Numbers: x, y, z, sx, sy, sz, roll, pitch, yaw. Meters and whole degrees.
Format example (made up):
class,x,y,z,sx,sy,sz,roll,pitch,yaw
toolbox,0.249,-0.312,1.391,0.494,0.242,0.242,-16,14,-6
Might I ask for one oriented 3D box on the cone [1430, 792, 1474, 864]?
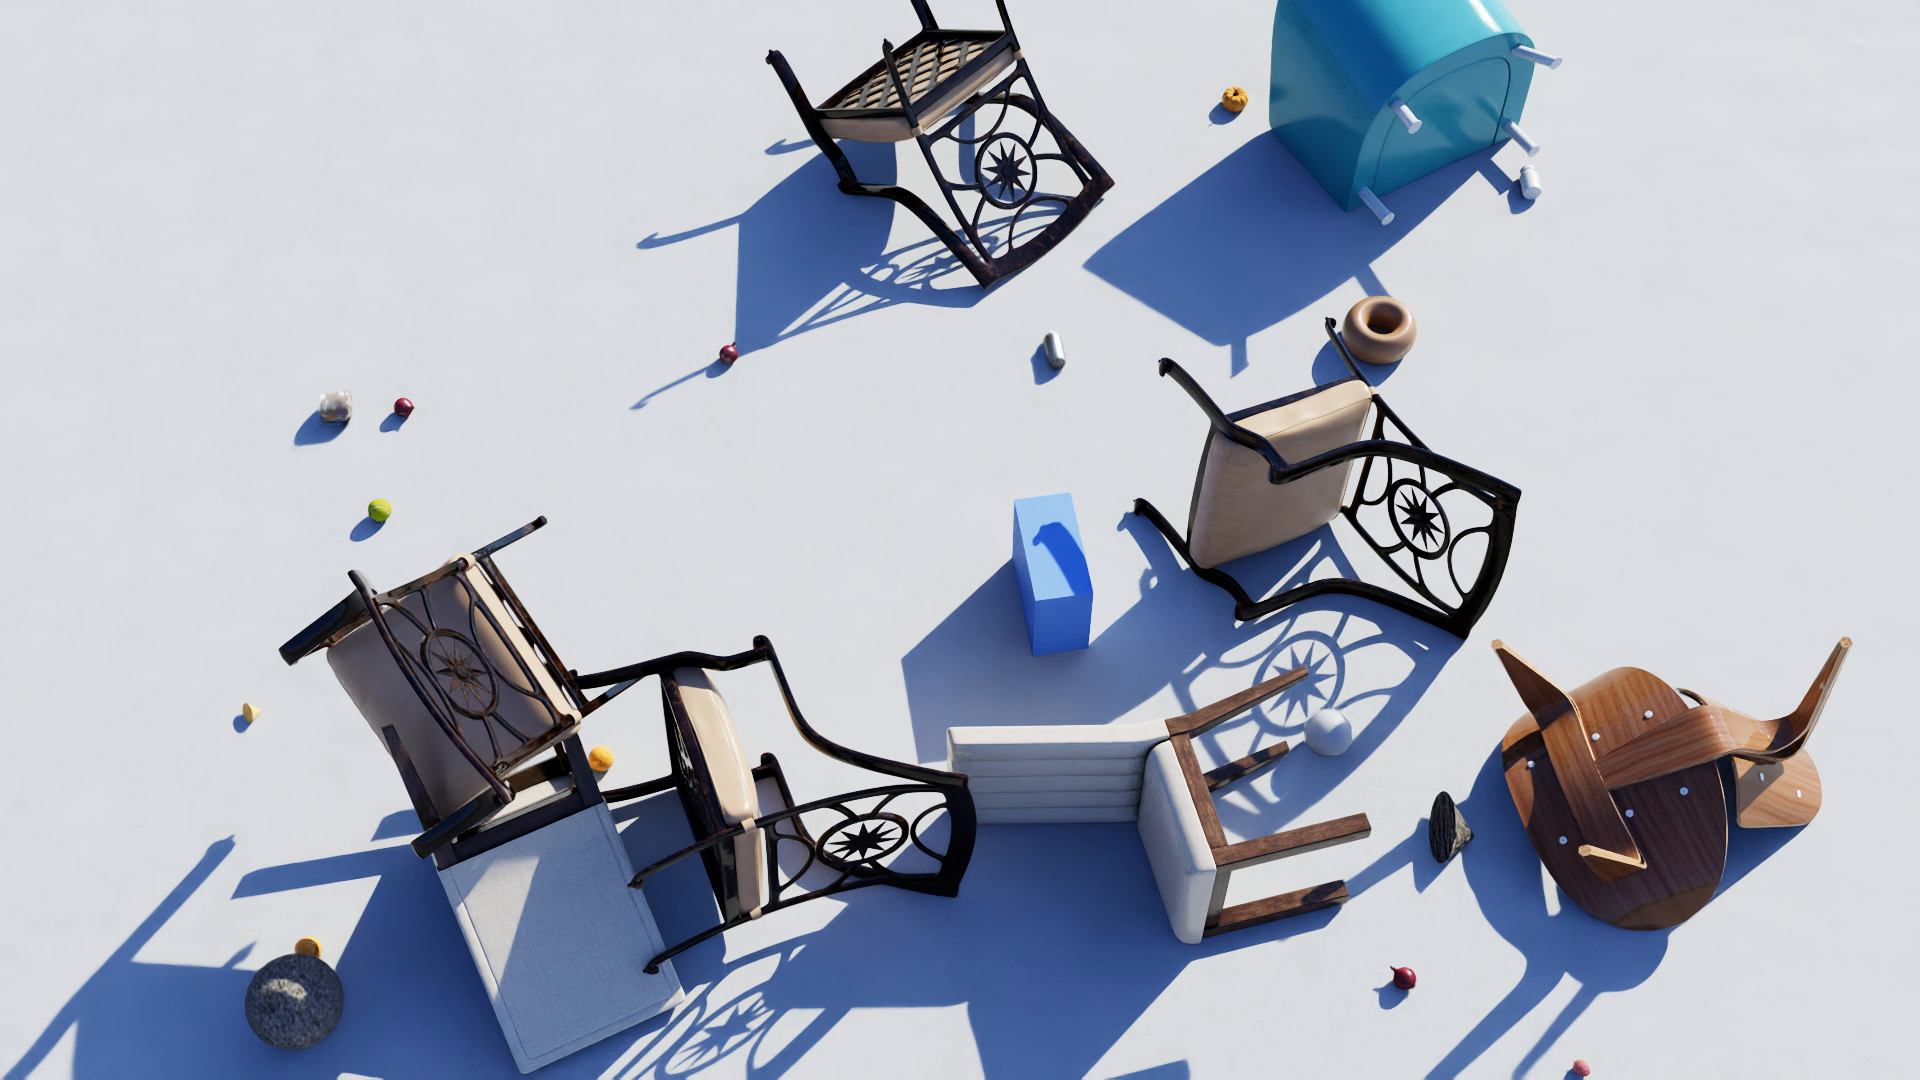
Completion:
class,x,y,z,sx,sy,sz,roll,pitch,yaw
cone,1.362,0.797,6.008,0.111,0.115,0.208,18,58,-21

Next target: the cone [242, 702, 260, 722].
class,x,y,z,sx,sy,sz,roll,pitch,yaw
cone,-2.000,0.486,6.234,0.041,0.052,0.062,-9,49,-46

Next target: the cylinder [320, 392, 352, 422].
class,x,y,z,sx,sy,sz,roll,pitch,yaw
cylinder,-1.928,-0.411,6.802,0.082,0.078,0.100,-7,44,-4

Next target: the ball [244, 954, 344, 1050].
class,x,y,z,sx,sy,sz,roll,pitch,yaw
ball,-1.705,1.182,5.634,0.243,0.243,0.243,0,56,0

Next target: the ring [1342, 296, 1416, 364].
class,x,y,z,sx,sy,sz,roll,pitch,yaw
ring,1.325,-0.663,6.949,0.242,0.118,0.231,-34,64,-22

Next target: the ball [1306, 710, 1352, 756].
class,x,y,z,sx,sy,sz,roll,pitch,yaw
ball,1.030,0.537,6.135,0.131,0.131,0.131,0,56,0

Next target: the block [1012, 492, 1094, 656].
class,x,y,z,sx,sy,sz,roll,pitch,yaw
block,0.263,0.099,6.327,0.164,0.299,0.346,-8,56,-5
